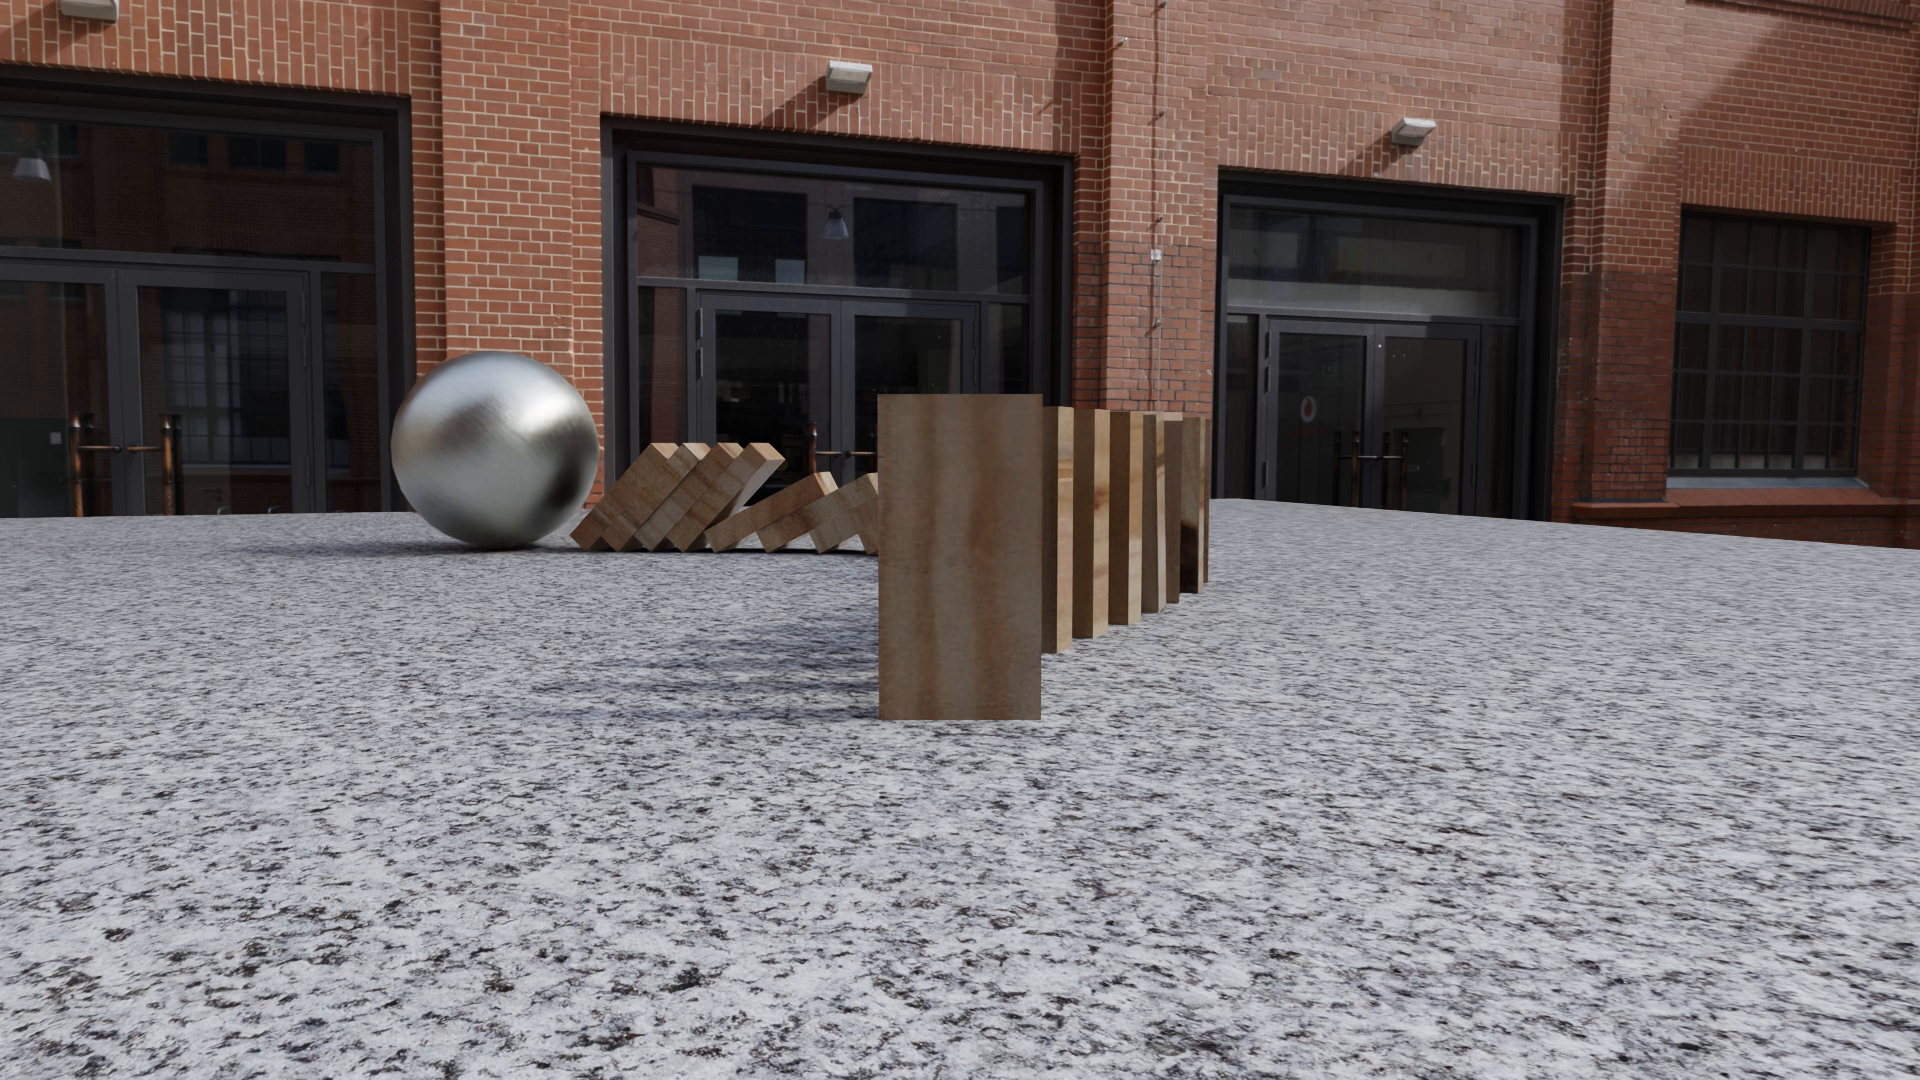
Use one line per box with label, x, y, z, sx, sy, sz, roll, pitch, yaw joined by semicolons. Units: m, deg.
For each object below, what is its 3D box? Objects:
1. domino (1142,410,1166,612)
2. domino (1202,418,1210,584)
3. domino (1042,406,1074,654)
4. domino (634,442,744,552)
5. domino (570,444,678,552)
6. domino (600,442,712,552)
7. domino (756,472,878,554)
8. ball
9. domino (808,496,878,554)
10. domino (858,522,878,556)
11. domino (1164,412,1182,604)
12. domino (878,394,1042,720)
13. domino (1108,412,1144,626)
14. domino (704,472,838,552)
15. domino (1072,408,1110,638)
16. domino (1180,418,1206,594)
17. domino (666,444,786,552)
domino;0.039;-0.007;0.327;0.025;0.050;0.010;2;11;20
domino;0.063;-0.012;0.394;0.025;0.050;0.010;0;4;-4
domino;0.010;-0.003;0.268;0.025;0.050;0.010;2;5;24
domino;-0.106;-0.017;0.512;0.009;0.050;0.025;44;8;3
domino;-0.132;-0.017;0.514;0.010;0.050;0.025;44;9;3
domino;-0.119;-0.017;0.512;0.009;0.050;0.025;44;9;3
domino;-0.053;-0.011;0.507;0.050;0.010;0.025;-27;0;10
ball;-0.189;-0.037;0.523;0.080;0.080;0.080;0;4;0
domino;-0.032;-0.011;0.502;0.050;0.010;0.025;-27;-2;12
domino;-0.012;-0.010;0.490;0.050;0.010;0.025;-28;-8;22
domino;0.046;-0.008;0.341;0.025;0.050;0.010;1;19;8
domino;0.000;0.002;0.201;0.025;0.050;0.010;0;4;0
domino;0.030;-0.006;0.309;0.025;0.050;0.010;2;5;26
domino;-0.074;-0.011;0.509;0.050;0.010;0.025;-27;0;9
domino;0.020;-0.004;0.289;0.025;0.050;0.009;2;5;27
domino;0.058;-0.010;0.372;0.025;0.050;0.010;1;5;18
domino;-0.093;-0.017;0.510;0.010;0.050;0.025;44;9;3
